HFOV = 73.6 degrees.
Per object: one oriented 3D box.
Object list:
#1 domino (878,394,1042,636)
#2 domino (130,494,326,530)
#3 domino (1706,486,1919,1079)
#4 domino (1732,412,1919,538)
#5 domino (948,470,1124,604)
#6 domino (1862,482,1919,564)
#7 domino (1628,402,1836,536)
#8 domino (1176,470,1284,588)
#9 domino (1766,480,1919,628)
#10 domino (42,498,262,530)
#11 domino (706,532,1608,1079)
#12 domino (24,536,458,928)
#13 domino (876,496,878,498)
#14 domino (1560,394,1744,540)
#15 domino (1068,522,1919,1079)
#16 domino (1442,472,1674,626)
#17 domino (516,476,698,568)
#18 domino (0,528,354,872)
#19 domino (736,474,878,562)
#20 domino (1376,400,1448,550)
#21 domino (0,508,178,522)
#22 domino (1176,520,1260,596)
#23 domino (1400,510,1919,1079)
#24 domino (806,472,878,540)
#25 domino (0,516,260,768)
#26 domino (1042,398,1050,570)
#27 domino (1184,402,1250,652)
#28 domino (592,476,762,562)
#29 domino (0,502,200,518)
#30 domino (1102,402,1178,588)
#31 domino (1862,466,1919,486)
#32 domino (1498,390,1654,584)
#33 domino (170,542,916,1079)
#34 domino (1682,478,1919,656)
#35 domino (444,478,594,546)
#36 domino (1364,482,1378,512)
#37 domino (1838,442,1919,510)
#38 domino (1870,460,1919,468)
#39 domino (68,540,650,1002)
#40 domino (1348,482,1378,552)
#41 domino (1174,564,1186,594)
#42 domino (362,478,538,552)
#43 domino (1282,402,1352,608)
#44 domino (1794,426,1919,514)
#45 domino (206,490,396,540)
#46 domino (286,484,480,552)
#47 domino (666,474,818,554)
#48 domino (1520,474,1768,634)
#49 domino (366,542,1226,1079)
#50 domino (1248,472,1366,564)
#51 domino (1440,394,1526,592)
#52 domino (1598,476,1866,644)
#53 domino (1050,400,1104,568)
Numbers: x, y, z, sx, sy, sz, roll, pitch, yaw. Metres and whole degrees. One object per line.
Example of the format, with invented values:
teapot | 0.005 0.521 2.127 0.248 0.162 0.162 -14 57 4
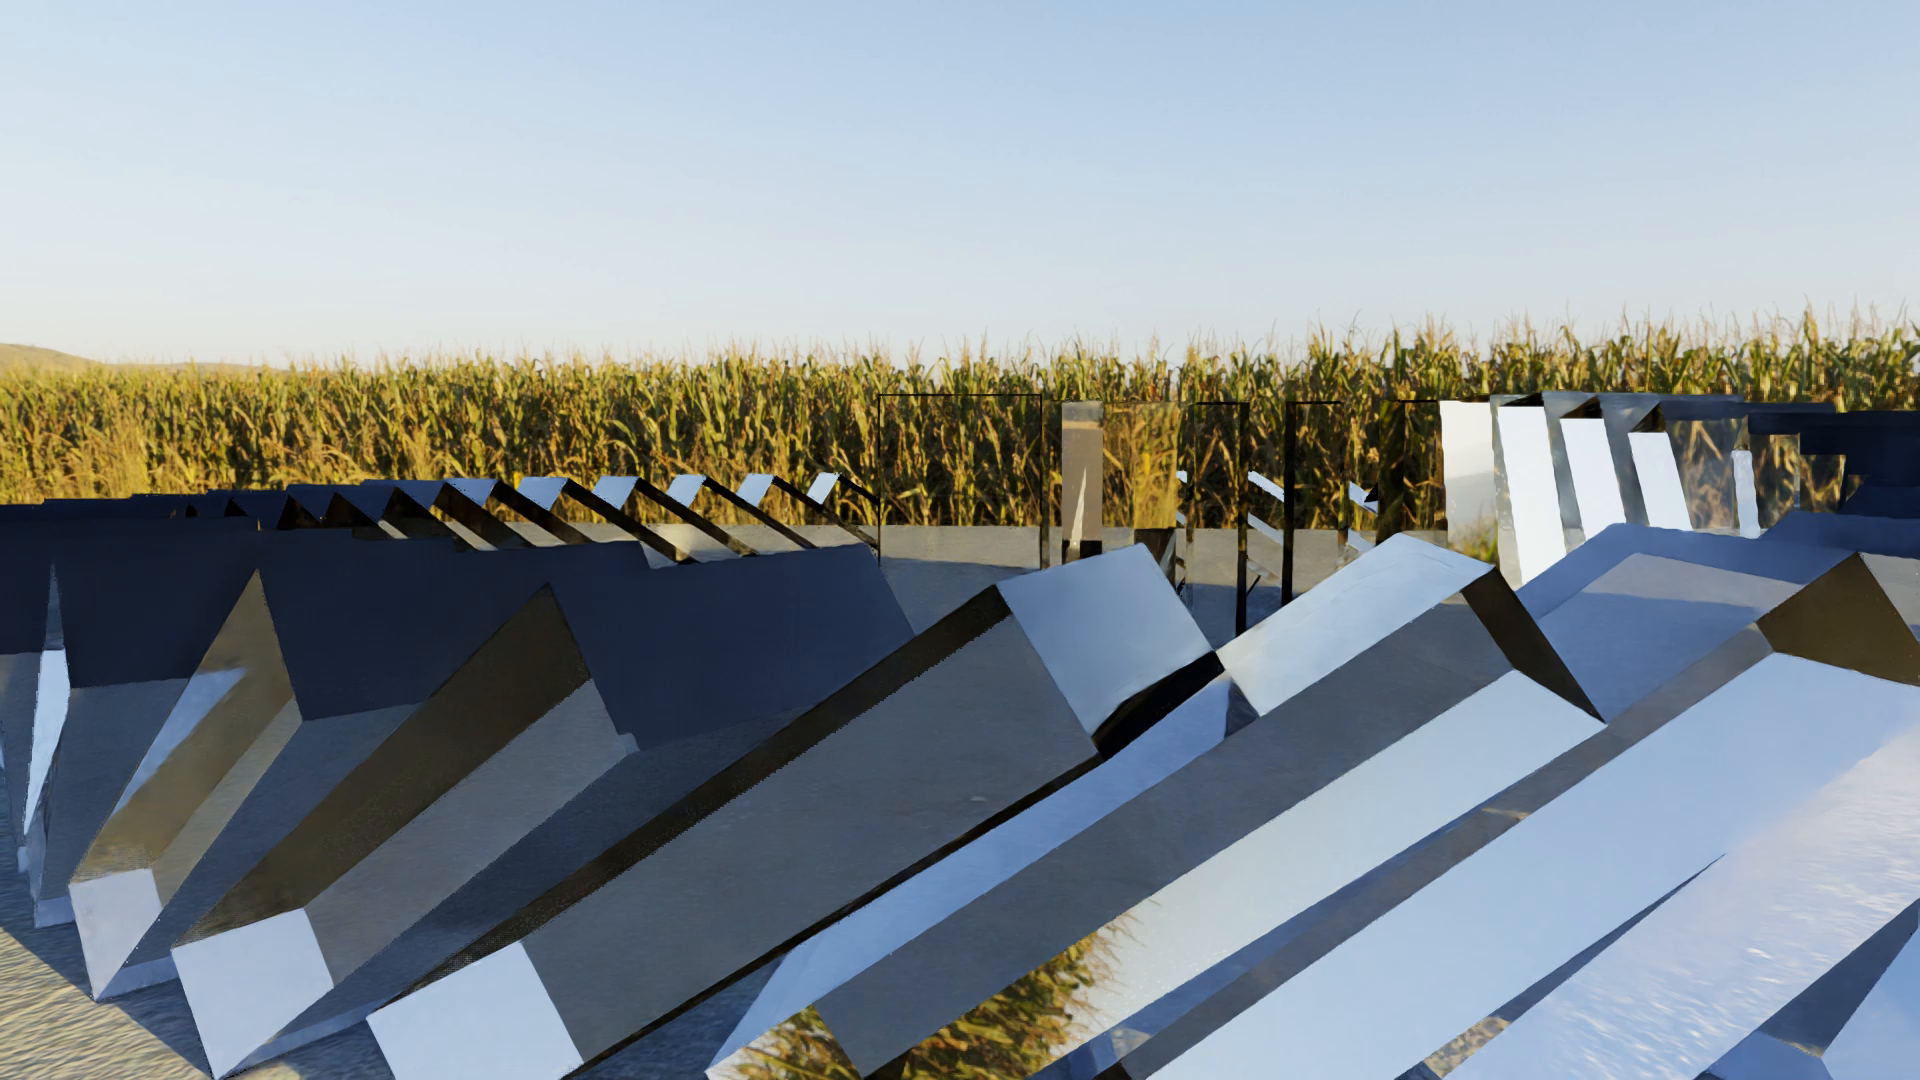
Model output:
domino | 0.000 0.002 0.201 0.025 0.050 0.009 0 4 0
domino | -0.106 0.010 0.205 0.025 0.010 0.050 1 -29 8
domino | 0.066 0.016 0.092 0.050 0.010 0.025 -42 17 -14
domino | 0.115 0.007 0.161 0.025 0.050 0.009 2 -30 20
domino | 0.021 -0.002 0.352 0.050 0.009 0.025 33 5 1
domino | 0.204 0.007 0.245 0.025 0.010 0.050 -1 37 -18
domino | 0.113 0.005 0.179 0.025 0.050 0.009 0 -24 0
domino | 0.077 -0.001 0.348 0.050 0.009 0.025 35 14 13
domino | 0.195 0.006 0.261 0.025 0.010 0.050 -2 37 -23
domino | -0.106 0.011 0.186 0.025 0.009 0.050 0 -29 3
domino | 0.011 0.018 0.079 0.050 0.009 0.025 -35 -1 9
domino | -0.060 0.017 0.105 0.025 0.009 0.050 -4 -28 -40
domino | 0.002 -0.001 0.347 0.050 0.009 0.025 33 -1 -9
domino | 0.110 0.003 0.194 0.025 0.050 0.009 -1 -17 -10
domino | 0.029 0.018 0.081 0.050 0.009 0.025 -36 3 3
domino | 0.148 0.001 0.320 0.025 0.009 0.050 -4 39 -44
domino | -0.077 0.003 0.294 0.050 0.009 0.025 38 -21 -35
domino | -0.073 0.016 0.119 0.025 0.009 0.050 -3 -28 -35
domino | -0.033 0.000 0.330 0.050 0.009 0.025 34 -10 -23
domino | 0.084 0.000 0.232 0.009 0.050 0.025 3 5 34
domino | -0.097 0.013 0.150 0.025 0.009 0.050 -1 -29 -11
domino | 0.059 -0.001 0.351 0.050 0.009 0.025 34 11 10
domino | 0.047 0.018 0.084 0.050 0.009 0.025 -37 7 -3
domino | -0.016 0.000 0.339 0.050 0.009 0.025 33 -6 -17
domino | -0.086 0.015 0.133 0.025 0.009 0.050 -2 -29 -26
domino | 0.002 0.001 0.219 0.025 0.050 0.009 1 4 17
domino | 0.049 -0.001 0.245 0.009 0.050 0.025 0 4 7
domino | -0.063 0.002 0.308 0.050 0.009 0.025 36 -17 -31
domino | -0.103 0.012 0.168 0.025 0.009 0.050 -1 -29 -4
domino | 0.030 -0.001 0.243 0.009 0.050 0.025 -2 5 -21
domino | 0.081 0.015 0.104 0.050 0.010 0.025 -49 29 -23
domino | 0.104 0.002 0.208 0.025 0.050 0.009 -2 -9 -21
domino | -0.028 0.018 0.084 0.050 0.009 0.025 -37 -16 31
domino | 0.186 0.004 0.278 0.025 0.010 0.050 -2 37 -26
domino | -0.088 0.004 0.280 0.025 0.009 0.050 3 -28 44
domino | 0.131 0.000 0.329 0.050 0.010 0.025 40 24 26
domino | 0.102 0.012 0.130 0.025 0.050 0.009 3 -38 39
domino | 0.092 0.013 0.115 0.025 0.009 0.050 5 49 48
domino | -0.044 0.018 0.094 0.025 0.009 0.050 -5 -27 -48
domino | 0.114 0.000 0.337 0.050 0.009 0.025 38 21 22
domino | 0.040 -0.002 0.353 0.050 0.009 0.025 33 7 5
domino | -0.097 0.005 0.262 0.025 0.009 0.050 3 -29 32
domino | 0.067 -0.001 0.241 0.010 0.050 0.025 2 5 21
domino | 0.110 0.009 0.145 0.025 0.050 0.009 2 -34 30
domino | -0.105 0.008 0.224 0.025 0.009 0.050 1 -28 16
domino | -0.102 0.007 0.243 0.025 0.009 0.050 2 -29 21
domino | -0.048 0.001 0.320 0.050 0.009 0.025 34 -12 -26
domino | 0.163 0.002 0.307 0.025 0.009 0.050 -3 38 -37
domino | -0.010 0.019 0.079 0.050 0.010 0.025 -36 -10 22
domino | 0.095 -0.001 0.343 0.050 0.010 0.025 36 16 16
domino | 0.096 0.001 0.221 0.025 0.050 0.010 -3 -1 -33
domino | 0.175 0.003 0.293 0.025 0.009 0.050 -2 37 -32
domino | 0.014 0.000 0.234 0.009 0.050 0.025 -3 5 -37
